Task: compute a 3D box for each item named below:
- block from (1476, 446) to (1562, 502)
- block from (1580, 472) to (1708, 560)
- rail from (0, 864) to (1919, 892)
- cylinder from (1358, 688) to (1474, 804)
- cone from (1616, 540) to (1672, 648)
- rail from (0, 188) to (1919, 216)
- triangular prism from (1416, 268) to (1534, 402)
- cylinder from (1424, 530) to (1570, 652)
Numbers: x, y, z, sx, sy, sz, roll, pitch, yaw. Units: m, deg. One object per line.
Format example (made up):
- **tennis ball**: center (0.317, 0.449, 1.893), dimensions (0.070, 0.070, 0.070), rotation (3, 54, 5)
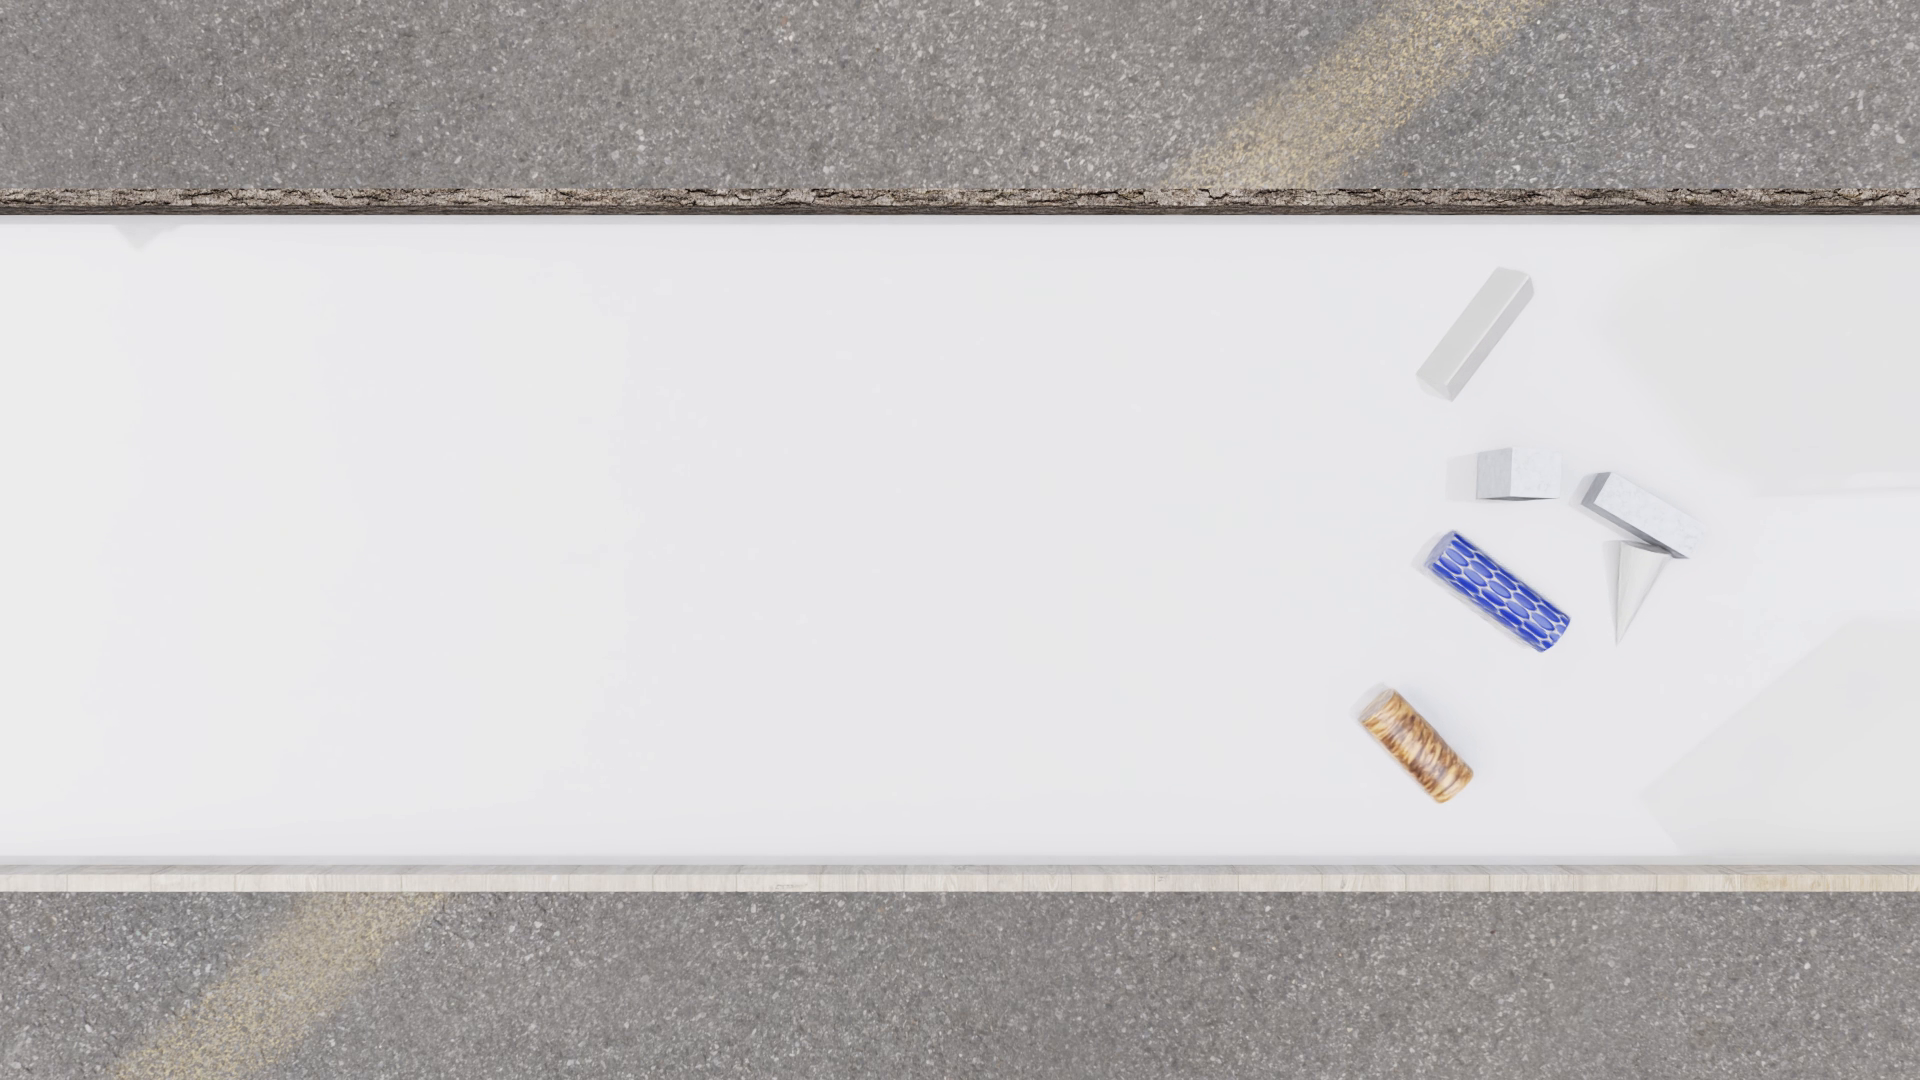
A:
- **block**: center (1.661, -0.194, 4.916), dimensions (0.142, 0.322, 0.142), rotation (3, 90, 0)
- **block**: center (2.083, -0.074, 5.022), dimensions (0.339, 0.110, 0.110), rotation (30, 90, 0)
- **rail**: center (-2.247, 1.025, 5.001), dimensions (12.000, 0.150, 0.050), rotation (0, 90, 0)
- **cylinder**: center (1.383, 0.623, 5.003), dimensions (0.148, 0.148, 0.344), rotation (-44, 90, 0)
- **cone**: center (2.051, 0.178, 5.040), dimensions (0.149, 0.149, 0.328), rotation (11, 103, 0)
- **rail**: center (-2.247, -1.025, 5.002), dimensions (12.000, 0.150, 0.050), rotation (0, 90, 0)
- **triangular prism**: center (1.584, -0.632, 5.014), dimensions (0.137, 0.119, 0.416), rotation (37, 90, 0)
- **cylinder**: center (1.629, 0.157, 5.006), dimensions (0.432, 0.141, 0.141), rotation (37, 90, 0)
